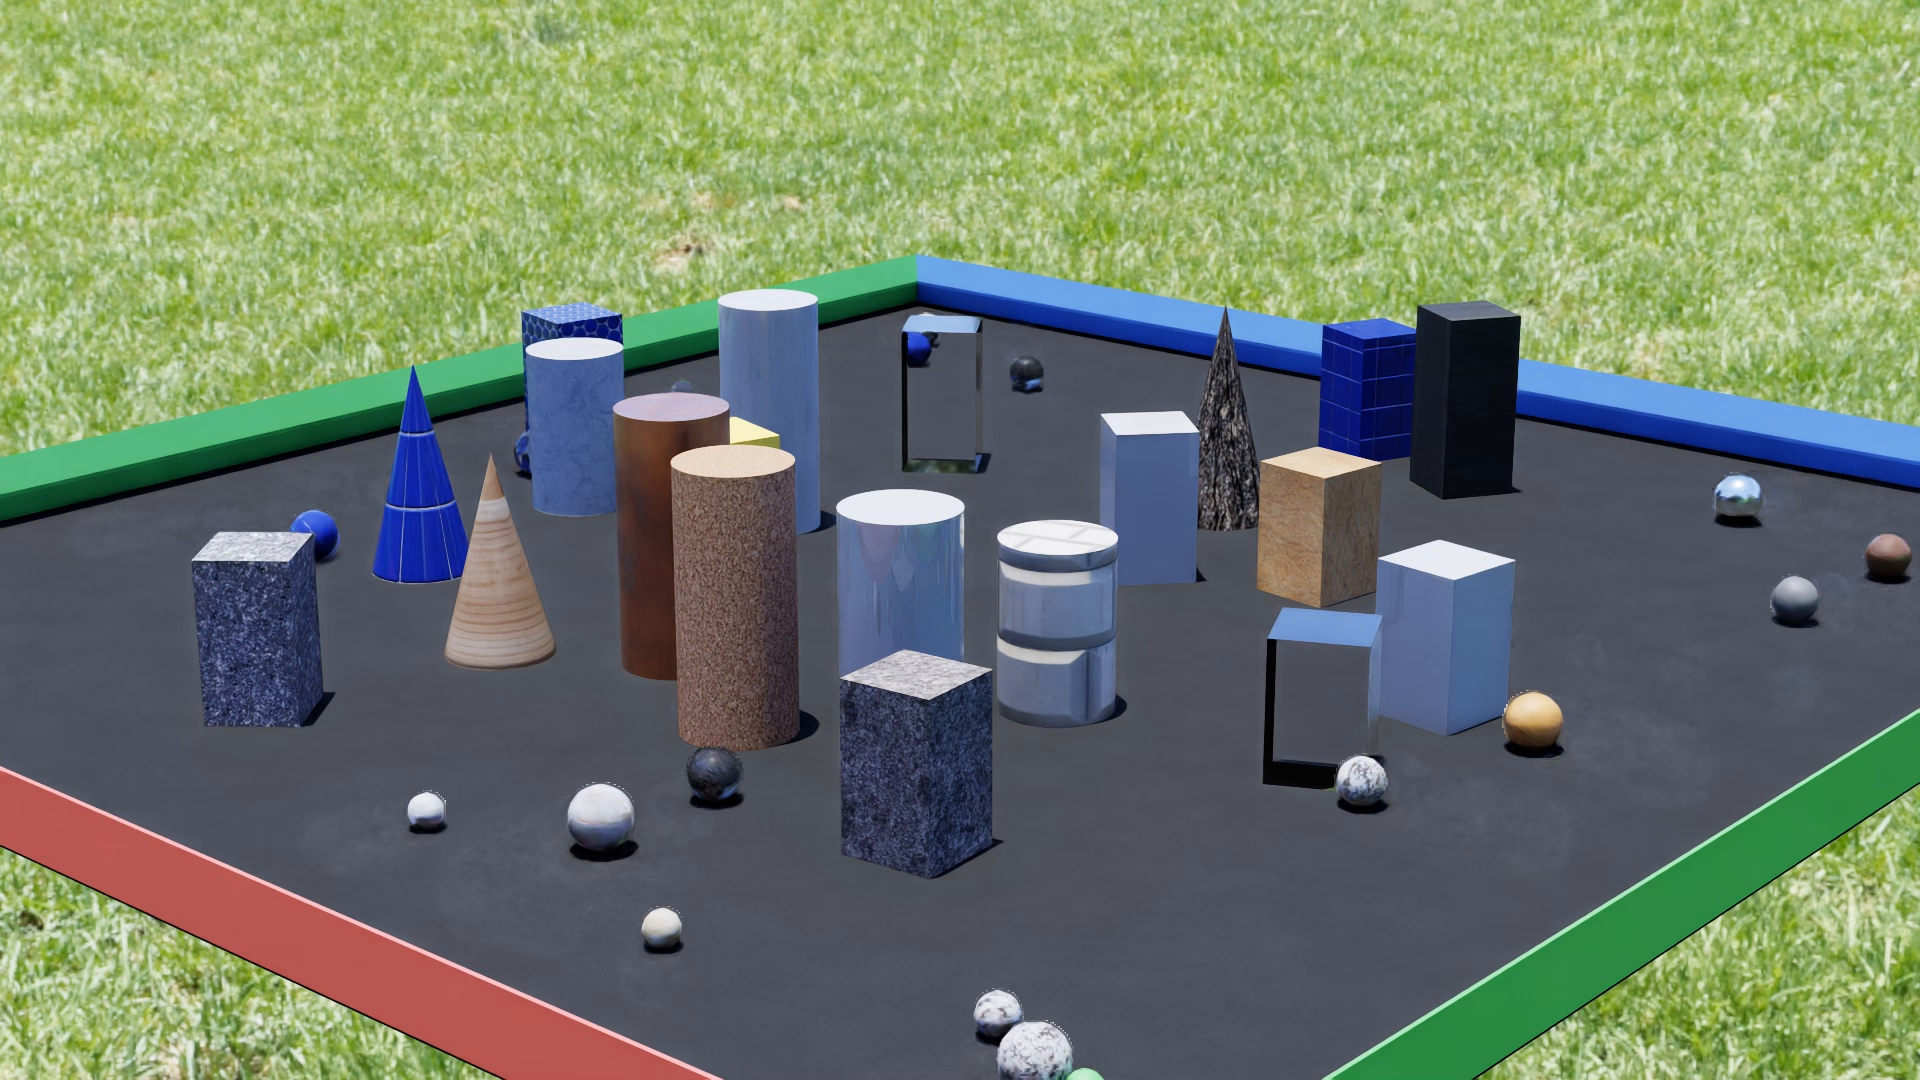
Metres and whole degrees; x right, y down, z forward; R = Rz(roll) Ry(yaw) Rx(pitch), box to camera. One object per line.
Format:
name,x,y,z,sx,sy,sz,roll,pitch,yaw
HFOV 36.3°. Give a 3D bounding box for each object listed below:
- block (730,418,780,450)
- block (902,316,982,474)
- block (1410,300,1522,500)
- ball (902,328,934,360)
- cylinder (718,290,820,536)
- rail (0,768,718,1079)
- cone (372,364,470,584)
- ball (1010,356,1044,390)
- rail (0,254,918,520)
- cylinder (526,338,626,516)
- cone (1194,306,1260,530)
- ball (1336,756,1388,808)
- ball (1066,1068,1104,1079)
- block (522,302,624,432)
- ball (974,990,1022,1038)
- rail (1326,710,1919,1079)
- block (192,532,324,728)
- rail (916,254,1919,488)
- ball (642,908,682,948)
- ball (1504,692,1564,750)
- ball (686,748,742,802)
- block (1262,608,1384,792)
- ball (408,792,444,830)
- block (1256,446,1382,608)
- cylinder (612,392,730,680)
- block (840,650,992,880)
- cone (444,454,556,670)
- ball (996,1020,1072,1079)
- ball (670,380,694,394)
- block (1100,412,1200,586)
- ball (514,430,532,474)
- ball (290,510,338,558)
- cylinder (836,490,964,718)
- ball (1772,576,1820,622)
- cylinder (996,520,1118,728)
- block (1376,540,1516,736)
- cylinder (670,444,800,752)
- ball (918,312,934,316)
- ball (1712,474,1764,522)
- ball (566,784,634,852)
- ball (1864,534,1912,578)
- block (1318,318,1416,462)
block,-0.403,-0.024,4.949,0.148,0.326,0.148,-11,20,-32
block,-0.035,-0.294,5.902,0.148,0.289,0.148,2,17,5
block,0.985,-0.274,5.725,0.148,0.355,0.148,-5,18,-17
ball,-0.098,-0.454,6.803,0.073,0.073,0.073,0,17,0
cylinder,-0.355,-0.237,5.471,0.185,0.431,0.185,0,17,0
rail,-1.123,0.405,3.884,3.309,0.120,0.045,14,22,39
cone,-0.961,-0.130,5.207,0.185,0.378,0.185,0,17,0
ball,0.148,-0.373,6.531,0.076,0.076,0.076,0,17,0
rail,-1.231,-0.280,6.144,0.045,0.120,3.472,14,22,39
cylinder,-0.734,-0.218,5.623,0.185,0.306,0.185,0,17,0
cone,0.495,-0.242,5.515,0.185,0.413,0.185,0,17,0
ball,0.571,0.344,4.171,0.072,0.072,0.072,0,17,0
ball,0.141,0.619,3.300,0.049,0.049,0.049,0,17,0
block,-0.780,-0.310,5.929,0.148,0.305,0.148,-12,21,-35
ball,0.045,0.563,3.475,0.056,0.056,0.056,0,17,0
rail,1.231,0.340,4.098,0.045,0.120,3.472,14,22,39
block,-1.080,0.137,4.519,0.148,0.266,0.148,1,17,2
rail,1.123,-0.345,6.359,3.309,0.120,0.045,14,22,39
ball,-0.378,0.492,3.716,0.051,0.051,0.051,0,17,0
ball,0.858,0.271,4.385,0.087,0.087,0.087,0,17,0
ball,-0.352,0.335,4.189,0.078,0.078,0.078,0,17,0
block,0.530,0.232,4.277,0.148,0.223,0.148,4,17,14
ball,-0.745,0.378,4.092,0.051,0.051,0.051,0,17,0
block,0.625,-0.024,5.108,0.148,0.232,0.148,-14,22,-40
cylinder,-0.458,-0.007,4.715,0.185,0.428,0.185,0,17,0
block,-0.059,0.303,3.990,0.148,0.255,0.148,12,20,33
cone,-0.756,0.022,4.773,0.185,0.338,0.185,0,17,0
ball,0.085,0.590,3.331,0.087,0.087,0.087,0,17,0
ball,-0.606,-0.321,6.399,0.053,0.053,0.053,0,17,0
block,0.334,-0.075,5.203,0.148,0.275,0.148,-2,17,-7
ball,-0.846,-0.176,5.854,0.091,0.091,0.091,0,17,0
ball,-1.171,-0.010,5.314,0.088,0.088,0.088,0,17,0
cylinder,-0.086,0.142,4.278,0.185,0.396,0.185,0,17,0
ball,1.414,0.101,4.964,0.078,0.078,0.078,0,17,0
cylinder,0.150,0.128,4.529,0.185,0.277,0.185,0,17,0
block,0.742,0.149,4.509,0.148,0.249,0.148,-15,22,-40
cylinder,-0.337,0.086,4.413,0.185,0.425,0.185,0,17,0
ball,-0.080,-0.508,6.993,0.067,0.067,0.067,0,17,0
ball,1.468,-0.078,5.533,0.091,0.091,0.091,0,17,0
ball,-0.492,0.380,4.014,0.092,0.092,0.092,0,17,0
ball,1.646,0.029,5.199,0.079,0.079,0.079,0,17,0
block,0.840,-0.306,5.996,0.148,0.258,0.148,-8,19,-26
